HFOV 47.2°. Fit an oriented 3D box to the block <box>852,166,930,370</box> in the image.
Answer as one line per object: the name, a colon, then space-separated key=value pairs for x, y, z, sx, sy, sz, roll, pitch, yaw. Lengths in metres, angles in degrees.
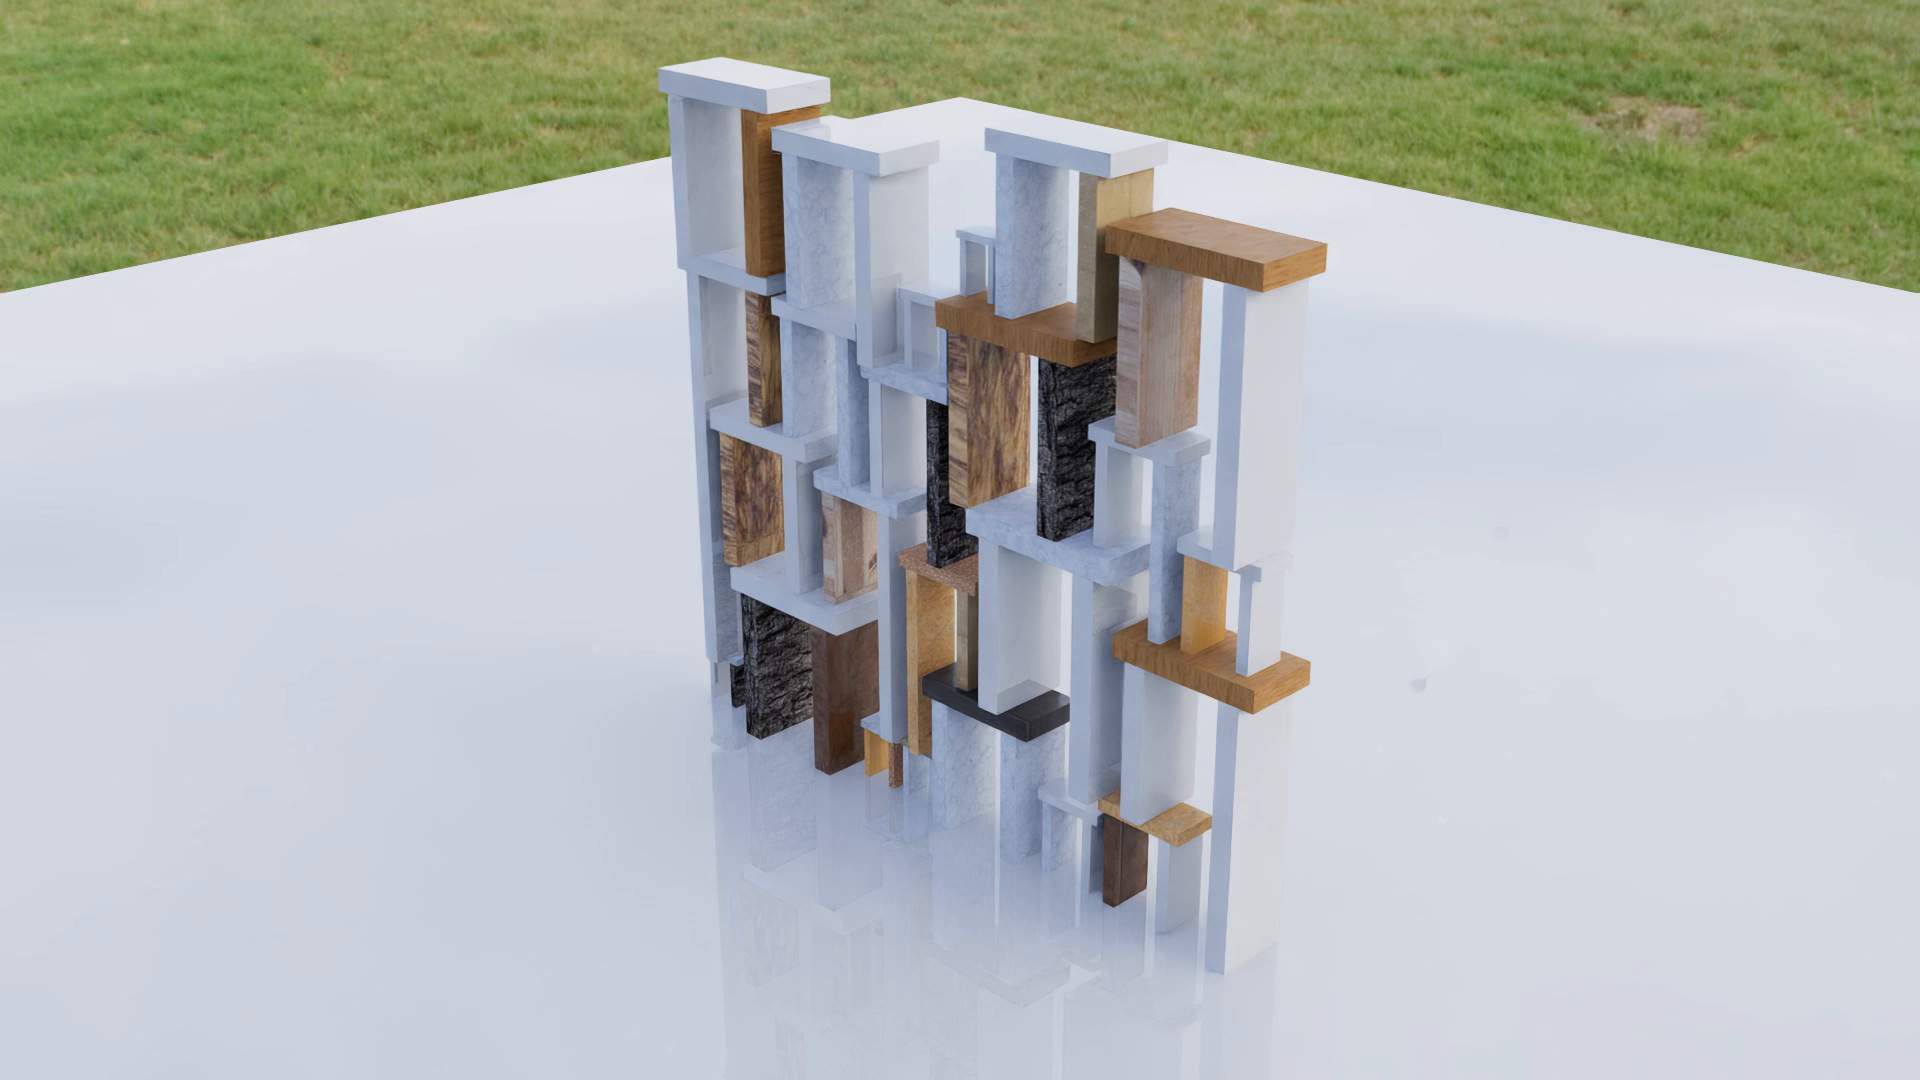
block: x=-0.127 y=-0.520 z=4.135 sx=0.151 sy=0.373 sz=0.043 roll=-22 pitch=31 yaw=-40

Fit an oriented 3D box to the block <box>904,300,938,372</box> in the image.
block: x=-0.073 y=-0.391 z=4.129 sx=0.070 sy=0.140 sz=0.020 roll=-22 pitch=31 yaw=-40

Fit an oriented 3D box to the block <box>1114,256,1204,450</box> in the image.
block: x=0.337 y=-0.332 z=3.710 sx=0.163 sy=0.327 sz=0.046 roll=-21 pitch=31 yaw=-40

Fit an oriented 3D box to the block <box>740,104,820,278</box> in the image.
block: x=-0.347 y=-0.689 z=4.300 sx=0.046 sy=0.324 sz=0.162 roll=20 pitch=30 yaw=39

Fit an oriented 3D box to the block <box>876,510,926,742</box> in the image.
block: x=-0.108 y=0.162 z=4.418 sx=0.122 sy=0.498 sz=0.034 roll=-21 pitch=31 yaw=-40

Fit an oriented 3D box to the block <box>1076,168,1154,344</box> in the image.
block: x=0.263 y=-0.491 z=3.727 sx=0.144 sy=0.288 sz=0.041 roll=-22 pitch=31 yaw=-40

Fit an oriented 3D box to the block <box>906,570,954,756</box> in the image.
block: x=-0.058 y=0.231 z=4.379 sx=0.104 sy=0.402 sz=0.029 roll=-21 pitch=31 yaw=-41

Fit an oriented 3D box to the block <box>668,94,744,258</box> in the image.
block: x=-0.502 y=-0.748 z=4.440 sx=0.162 sy=0.324 sz=0.046 roll=-21 pitch=30 yaw=-40

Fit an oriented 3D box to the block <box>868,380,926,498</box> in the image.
block: x=-0.121 y=-0.210 z=4.268 sx=0.118 sy=0.236 sz=0.033 roll=-21 pitch=31 yaw=-40

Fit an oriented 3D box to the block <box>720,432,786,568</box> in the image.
block: x=-0.433 y=-0.103 z=4.649 sx=0.042 sy=0.296 sz=0.148 roll=21 pitch=31 yaw=40

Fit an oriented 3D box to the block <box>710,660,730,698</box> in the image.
block: x=-0.534 y=0.295 z=4.929 sx=0.053 sy=0.106 sz=0.015 roll=-21 pitch=31 yaw=-41

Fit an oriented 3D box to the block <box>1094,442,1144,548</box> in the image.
block: x=0.280 y=-0.091 z=3.877 sx=0.097 sy=0.194 sz=0.028 roll=-21 pitch=30 yaw=-41

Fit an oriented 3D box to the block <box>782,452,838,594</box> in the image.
block: x=-0.292 y=-0.050 z=4.523 sx=0.042 sy=0.296 sz=0.148 roll=21 pitch=31 yaw=40

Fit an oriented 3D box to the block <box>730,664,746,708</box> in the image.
block: x=-0.484 y=0.315 z=4.883 sx=0.053 sy=0.106 sz=0.015 roll=-21 pitch=31 yaw=-40

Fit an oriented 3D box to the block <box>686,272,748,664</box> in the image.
block: x=-0.495 y=-0.159 z=4.698 sx=0.141 sy=0.881 sz=0.040 roll=-21 pitch=31 yaw=-40

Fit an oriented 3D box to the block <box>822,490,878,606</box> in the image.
block: x=-0.222 y=0.000 z=4.474 sx=0.034 sy=0.243 sz=0.121 roll=21 pitch=31 yaw=41

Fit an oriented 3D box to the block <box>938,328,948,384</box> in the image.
block: x=-0.007 y=-0.366 z=4.068 sx=0.020 sy=0.140 sz=0.070 roll=21 pitch=31 yaw=41

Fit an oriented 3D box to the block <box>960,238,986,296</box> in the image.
block: x=0.023 y=-0.498 z=3.976 sx=0.015 sy=0.106 sz=0.053 roll=21 pitch=31 yaw=40

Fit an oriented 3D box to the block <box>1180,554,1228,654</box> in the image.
block: x=0.424 y=0.100 z=3.809 sx=0.091 sy=0.182 sz=0.026 roll=-21 pitch=31 yaw=-41

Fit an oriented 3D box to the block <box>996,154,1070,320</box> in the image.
block: x=0.127 y=-0.544 z=3.852 sx=0.041 sy=0.288 sz=0.144 roll=21 pitch=31 yaw=41

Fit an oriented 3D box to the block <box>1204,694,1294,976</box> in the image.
block: x=0.511 y=0.504 z=3.888 sx=0.045 sy=0.535 sz=0.157 roll=21 pitch=31 yaw=41

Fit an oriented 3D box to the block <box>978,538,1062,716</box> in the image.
block: x=0.114 y=0.139 z=4.163 sx=0.175 sy=0.351 sz=0.050 roll=-21 pitch=31 yaw=-41

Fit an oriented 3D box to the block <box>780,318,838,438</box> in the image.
block: x=-0.300 y=-0.339 z=4.403 sx=0.123 sy=0.246 sz=0.035 roll=-21 pitch=31 yaw=-41

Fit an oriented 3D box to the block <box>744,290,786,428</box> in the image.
block: x=-0.364 y=-0.381 z=4.456 sx=0.141 sy=0.283 sz=0.040 roll=-21 pitch=31 yaw=-40

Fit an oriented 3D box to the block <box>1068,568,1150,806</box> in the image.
block: x=0.280 y=0.250 z=4.031 sx=0.175 sy=0.452 sz=0.050 roll=-21 pitch=31 yaw=-40

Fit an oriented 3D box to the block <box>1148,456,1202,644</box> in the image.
block: x=0.372 y=0.011 z=3.821 sx=0.097 sy=0.336 sz=0.028 roll=-21 pitch=31 yaw=-40

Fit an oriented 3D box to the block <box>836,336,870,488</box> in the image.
block: x=-0.184 y=-0.265 z=4.308 sx=0.123 sy=0.306 sz=0.035 roll=-21 pitch=31 yaw=-40

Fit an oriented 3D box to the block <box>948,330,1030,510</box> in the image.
block: x=0.055 y=-0.240 z=4.054 sx=0.167 sy=0.334 sz=0.047 roll=-22 pitch=31 yaw=-40

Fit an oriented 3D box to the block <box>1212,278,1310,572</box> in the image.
block: x=0.491 y=-0.200 z=3.598 sx=0.163 sy=0.483 sz=0.046 roll=-22 pitch=31 yaw=-40

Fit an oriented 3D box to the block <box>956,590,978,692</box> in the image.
block: x=0.041 y=0.180 z=4.251 sx=0.029 sy=0.208 sz=0.104 roll=21 pitch=31 yaw=41

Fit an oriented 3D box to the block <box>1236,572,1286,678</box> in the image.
block: x=0.510 y=0.133 z=3.730 sx=0.091 sy=0.182 sz=0.026 roll=-21 pitch=31 yaw=-41

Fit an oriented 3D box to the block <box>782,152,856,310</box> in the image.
block: x=-0.268 y=-0.609 z=4.251 sx=0.151 sy=0.301 sz=0.043 roll=-21 pitch=31 yaw=-40

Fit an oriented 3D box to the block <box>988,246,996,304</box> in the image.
block: x=0.073 y=-0.478 z=3.930 sx=0.053 sy=0.106 sz=0.015 roll=-22 pitch=31 yaw=-40

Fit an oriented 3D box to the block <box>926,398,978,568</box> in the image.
block: x=-0.010 y=-0.120 z=4.185 sx=0.118 sy=0.336 sz=0.033 roll=-21 pitch=31 yaw=-40

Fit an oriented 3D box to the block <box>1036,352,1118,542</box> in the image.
block: x=0.212 y=-0.179 z=3.909 sx=0.167 sy=0.334 sz=0.047 roll=-22 pitch=31 yaw=-40

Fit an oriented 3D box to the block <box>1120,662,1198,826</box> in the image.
block: x=0.363 y=0.345 z=3.982 sx=0.157 sy=0.315 sz=0.045 roll=-21 pitch=31 yaw=-41
